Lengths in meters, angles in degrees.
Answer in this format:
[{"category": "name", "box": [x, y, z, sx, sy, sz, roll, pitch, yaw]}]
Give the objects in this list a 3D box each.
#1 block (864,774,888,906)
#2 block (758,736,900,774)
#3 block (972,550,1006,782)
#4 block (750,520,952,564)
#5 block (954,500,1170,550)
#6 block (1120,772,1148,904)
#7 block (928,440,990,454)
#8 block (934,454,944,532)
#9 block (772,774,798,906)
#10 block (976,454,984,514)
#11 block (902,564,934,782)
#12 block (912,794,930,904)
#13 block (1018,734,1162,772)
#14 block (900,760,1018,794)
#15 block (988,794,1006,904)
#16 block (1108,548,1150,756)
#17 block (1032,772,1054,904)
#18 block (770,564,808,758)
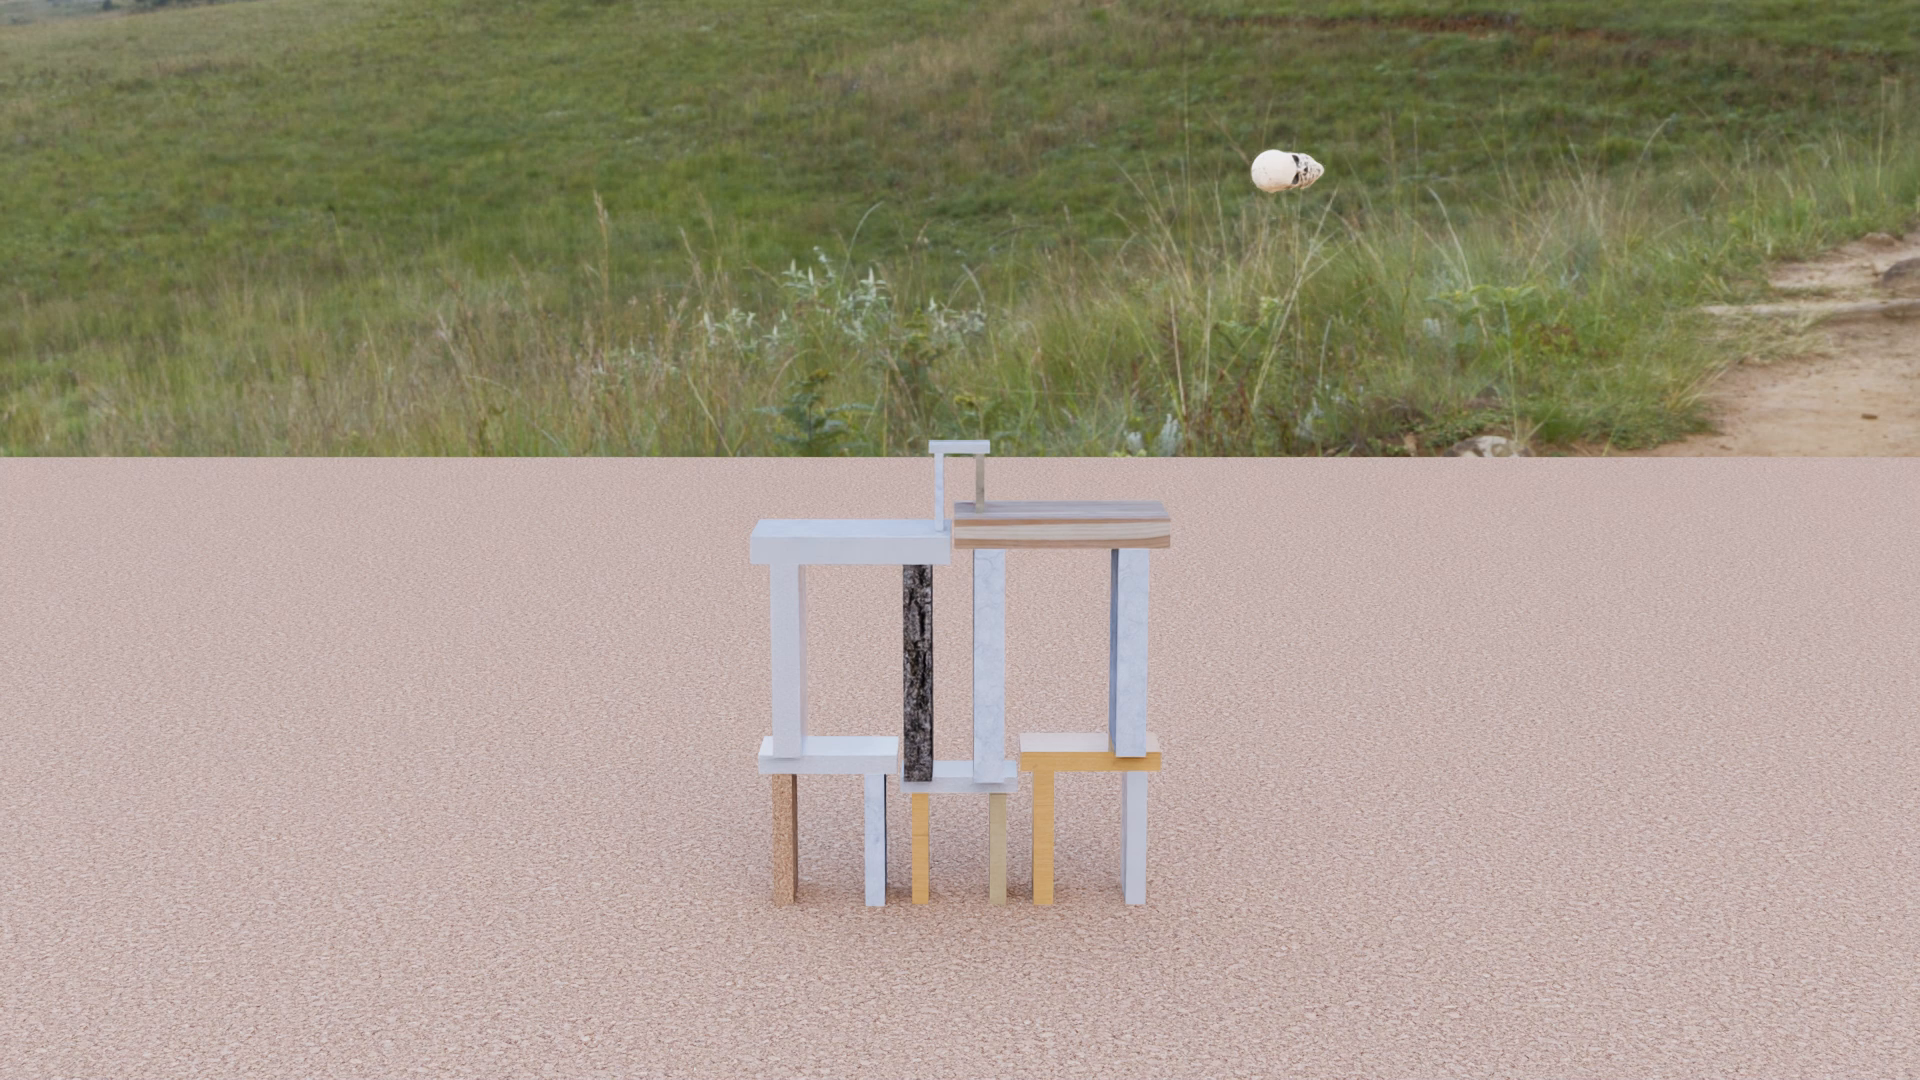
[{"category": "block", "box": [-0.139, 0.480, 3.644, 0.032, 0.225, 0.113, 0, 11, 0]}, {"category": "block", "box": [-0.214, 0.354, 3.621, 0.225, 0.032, 0.112, 0, 11, 0]}, {"category": "block", "box": [0.046, 0.187, 3.594, 0.048, 0.383, 0.171, 0, 11, -1]}, {"category": "block", "box": [-0.173, 0.002, 3.563, 0.318, 0.045, 0.159, 0, 11, 1]}, {"category": "block", "box": [0.161, -0.025, 3.557, 0.341, 0.048, 0.171, 0, 11, -1]}, {"category": "block", "box": [0.289, 0.477, 3.652, 0.032, 0.228, 0.114, 0, 11, 0]}, {"category": "block", "box": [-0.001, -0.150, 3.522, 0.097, 0.014, 0.049, 0, 12, 0]}, {"category": "block", "box": [-0.033, -0.081, 3.536, 0.014, 0.127, 0.049, 0, 12, 1]}, {"category": "block", "box": [-0.289, 0.480, 3.644, 0.032, 0.225, 0.113, 0, 11, 0]}, {"category": "block", "box": [0.032, -0.095, 3.534, 0.014, 0.097, 0.049, 0, 12, 0]}, {"category": "block", "box": [-0.068, 0.200, 3.598, 0.045, 0.357, 0.159, 0, 11, 1]}, {"category": "block", "box": [-0.065, 0.497, 3.648, 0.027, 0.191, 0.095, 0, 11, 0]}, {"category": "block", "box": [0.213, 0.350, 3.628, 0.228, 0.032, 0.114, 0, 11, 0]}, {"category": "block", "box": [-0.002, 0.390, 3.625, 0.191, 0.027, 0.095, 0, 11, 0]}, {"category": "block", "box": [0.062, 0.497, 3.649, 0.027, 0.191, 0.095, 0, 10, 0]}, {"category": "block", "box": [0.275, 0.166, 3.594, 0.048, 0.341, 0.171, 0, 11, 0]}, {"category": "block", "box": [0.137, 0.477, 3.652, 0.032, 0.228, 0.114, 0, 11, 0]}, {"category": "block", "box": [-0.279, 0.181, 3.597, 0.045, 0.318, 0.159, 0, 11, 0]}]
